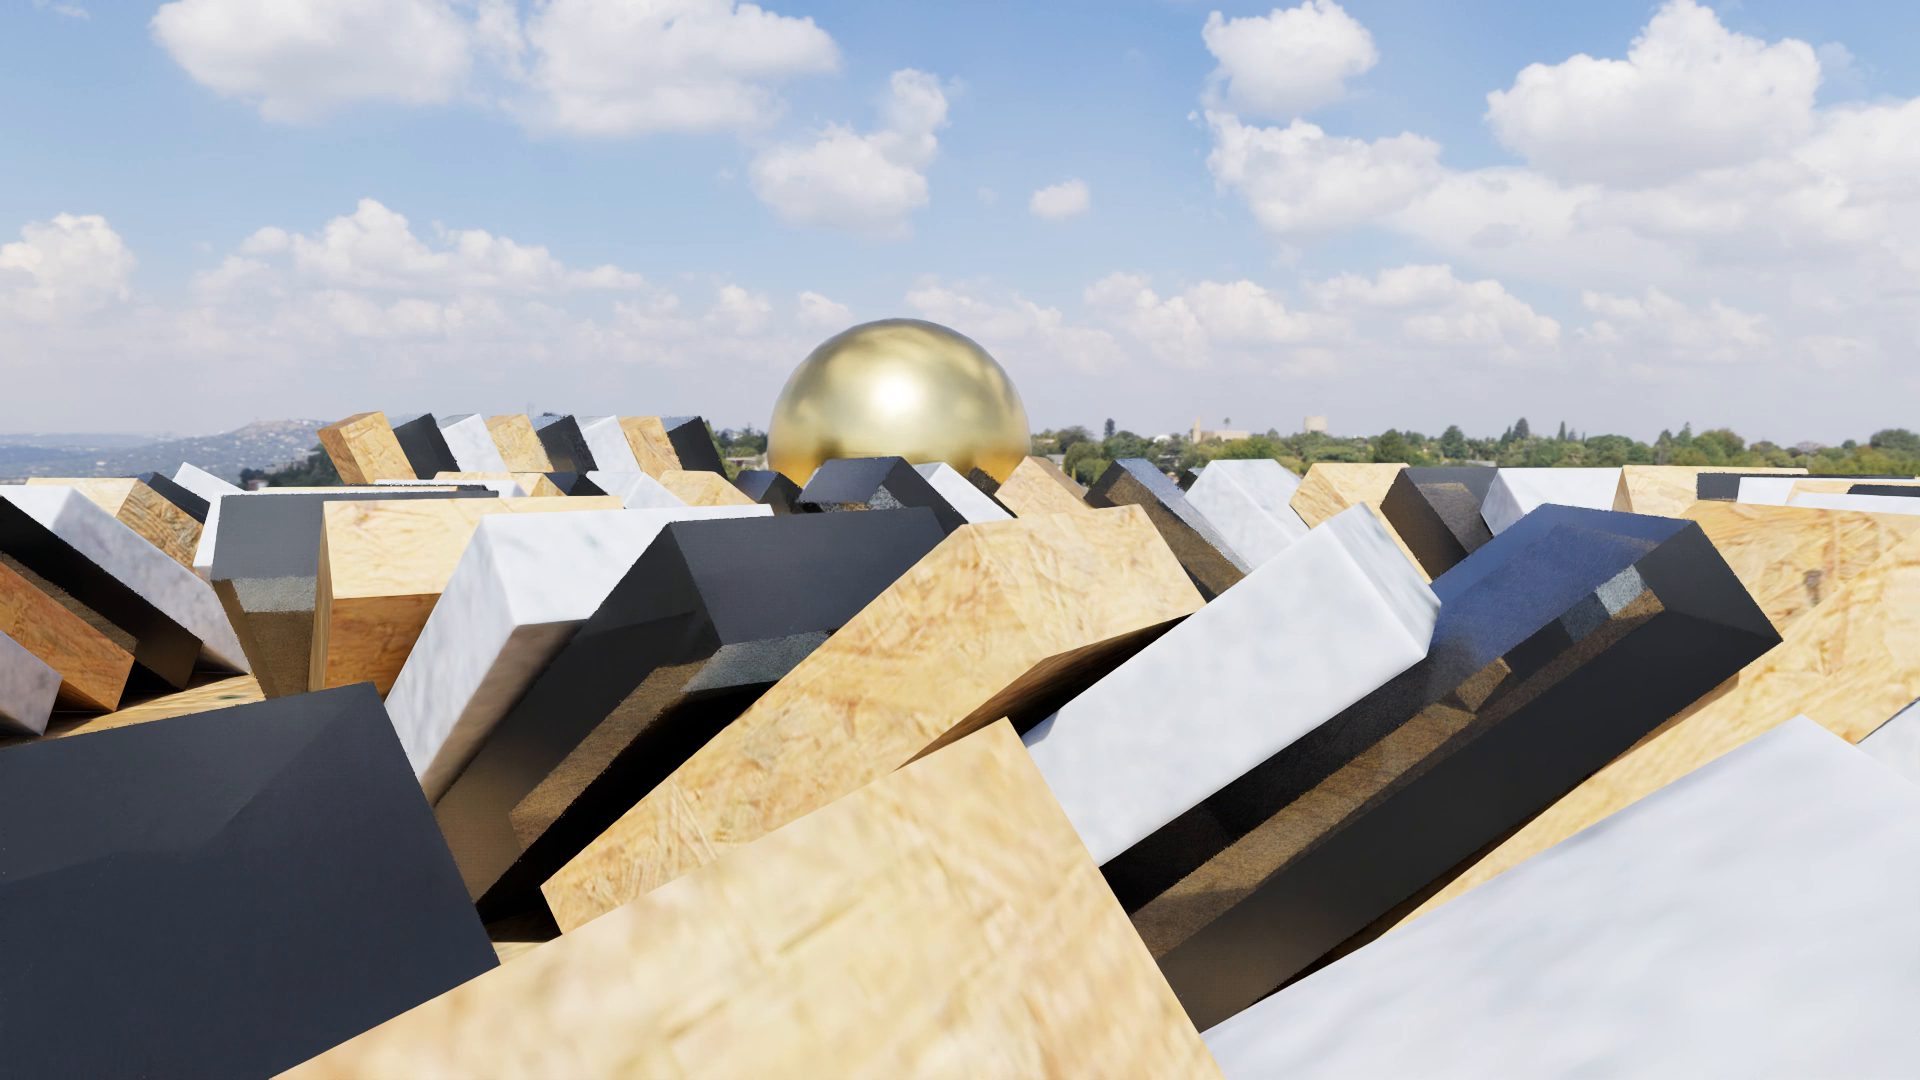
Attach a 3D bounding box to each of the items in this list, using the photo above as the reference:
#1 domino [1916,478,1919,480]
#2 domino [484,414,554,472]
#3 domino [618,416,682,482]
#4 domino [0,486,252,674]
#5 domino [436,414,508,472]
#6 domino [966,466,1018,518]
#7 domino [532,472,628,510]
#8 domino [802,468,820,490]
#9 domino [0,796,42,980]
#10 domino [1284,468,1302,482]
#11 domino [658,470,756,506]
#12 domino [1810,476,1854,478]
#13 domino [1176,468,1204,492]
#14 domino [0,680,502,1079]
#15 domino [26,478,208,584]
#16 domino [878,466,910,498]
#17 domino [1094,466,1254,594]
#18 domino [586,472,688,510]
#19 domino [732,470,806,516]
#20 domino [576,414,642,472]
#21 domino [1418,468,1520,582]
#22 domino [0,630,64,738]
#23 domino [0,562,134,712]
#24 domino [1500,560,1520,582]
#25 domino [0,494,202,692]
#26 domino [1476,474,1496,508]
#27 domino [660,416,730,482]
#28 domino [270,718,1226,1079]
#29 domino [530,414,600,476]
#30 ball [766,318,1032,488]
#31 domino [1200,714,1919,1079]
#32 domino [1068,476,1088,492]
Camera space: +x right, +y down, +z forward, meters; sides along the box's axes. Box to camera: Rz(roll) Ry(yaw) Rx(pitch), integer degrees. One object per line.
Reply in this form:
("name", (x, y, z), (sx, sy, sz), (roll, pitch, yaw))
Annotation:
("domino", (0.174, 0.008, 0.214), (0.025, 0.010, 0.050), (-1, 39, -9))
("domino", (-0.102, -0.006, 0.312), (0.009, 0.050, 0.025), (-32, 21, -29))
("domino", (-0.076, -0.007, 0.328), (0.009, 0.050, 0.025), (-32, 21, -29))
("domino", (-0.147, 0.008, 0.221), (0.025, 0.010, 0.050), (1, -30, 11))
("domino", (-0.111, -0.005, 0.306), (0.010, 0.050, 0.025), (-32, 21, -29))
("domino", (0.021, 0.000, 0.314), (0.050, 0.009, 0.025), (36, 4, -2))
("domino", (-0.065, 0.005, 0.251), (0.025, 0.010, 0.050), (3, -31, 42))
("domino", (-0.013, 0.002, 0.300), (0.050, 0.010, 0.025), (36, -9, -19))
("domino", (-0.053, 0.021, 0.041), (0.050, 0.009, 0.025), (-38, -18, 31))
("domino", (0.092, 0.001, 0.305), (0.050, 0.009, 0.025), (40, 20, 19))
("domino", (-0.042, 0.003, 0.278), (0.050, 0.009, 0.025), (40, -19, -31))
("domino", (0.167, 0.007, 0.231), (0.025, 0.009, 0.050), (-1, 39, -17))
("domino", (0.075, 0.001, 0.310), (0.050, 0.009, 0.025), (38, 16, 14))
("domino", (-0.037, 0.022, 0.033), (0.050, 0.010, 0.025), (-37, -14, 27))
("domino", (-0.145, 0.006, 0.239), (0.025, 0.010, 0.050), (1, -31, 18))
("domino", (0.004, 0.001, 0.309), (0.050, 0.010, 0.025), (36, -2, -10))
("domino", (0.057, 0.001, 0.314), (0.050, 0.009, 0.025), (37, 12, 10))
("domino", (-0.055, 0.004, 0.266), (0.025, 0.010, 0.050), (4, -30, 50))
("domino", (-0.028, 0.002, 0.290), (0.050, 0.009, 0.025), (37, -13, -25))
("domino", (-0.085, -0.006, 0.323), (0.009, 0.050, 0.025), (-32, 21, -29))
("domino", (0.126, 0.002, 0.289), (0.025, 0.009, 0.050), (-3, 41, -40))
("domino", (-0.145, 0.012, 0.167), (0.025, 0.010, 0.050), (0, -30, -4))
("domino", (-0.147, 0.011, 0.185), (0.025, 0.009, 0.050), (0, -30, 2))
("domino", (0.109, 0.002, 0.298), (0.050, 0.009, 0.025), (44, 27, 25))
("domino", (-0.148, 0.009, 0.203), (0.025, 0.009, 0.050), (0, -30, 6))
("domino", (0.139, 0.003, 0.277), (0.025, 0.009, 0.050), (-2, 40, -34))
("domino", (-0.066, -0.007, 0.333), (0.009, 0.050, 0.025), (-32, 21, -29))
("domino", (-0.020, 0.022, 0.026), (0.050, 0.010, 0.025), (-36, -11, 24))
("domino", (-0.093, -0.006, 0.317), (0.009, 0.050, 0.025), (-32, 21, -29))
("ball", (-0.018, -0.027, 0.388), (0.080, 0.080, 0.080), (0, 4, 0))
("domino", (-0.002, 0.023, 0.023), (0.050, 0.009, 0.025), (-35, -6, 17))
("domino", (0.040, 0.000, 0.315), (0.050, 0.009, 0.025), (36, 9, 6))
